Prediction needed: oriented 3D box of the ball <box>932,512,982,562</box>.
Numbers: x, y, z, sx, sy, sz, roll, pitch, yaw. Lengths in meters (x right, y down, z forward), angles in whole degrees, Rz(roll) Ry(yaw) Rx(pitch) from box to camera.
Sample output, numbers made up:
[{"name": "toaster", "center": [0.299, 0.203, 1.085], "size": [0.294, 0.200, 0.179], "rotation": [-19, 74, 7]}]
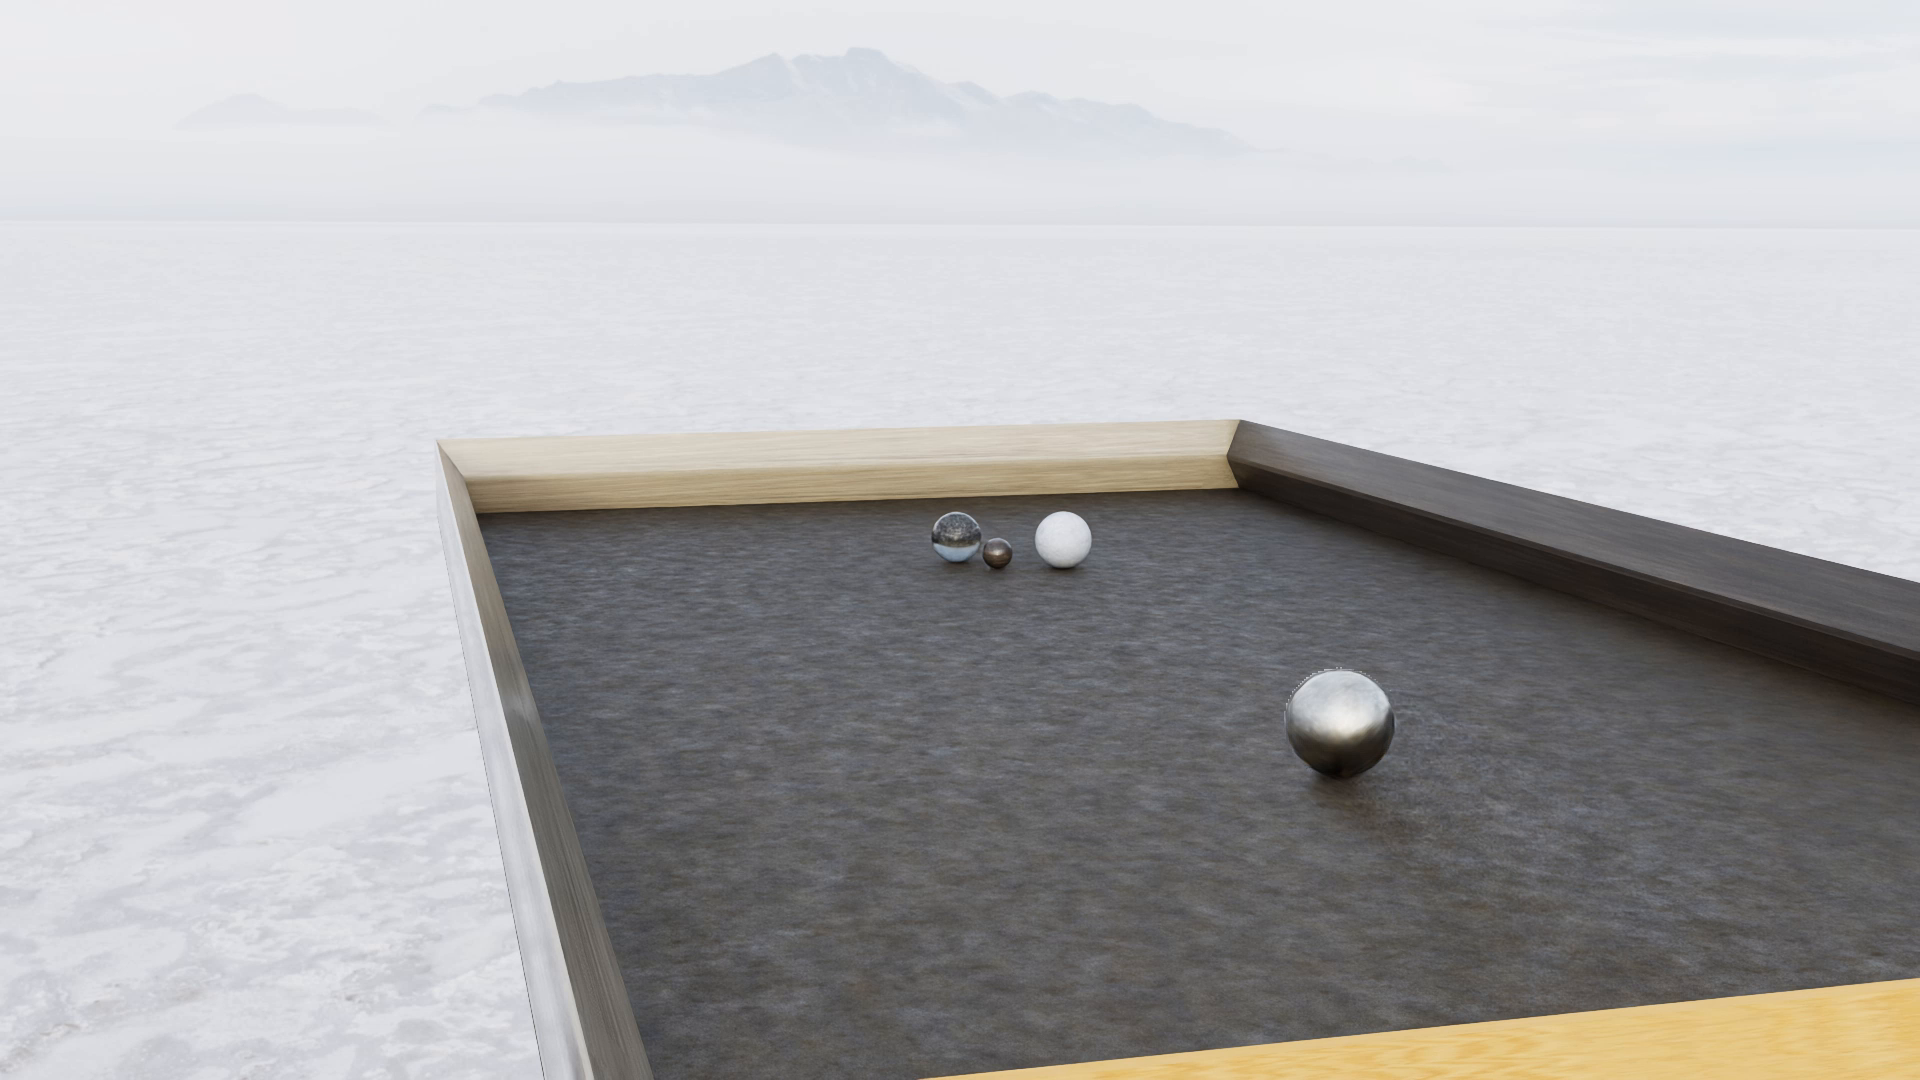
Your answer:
[{"name": "ball", "center": [-0.006, -0.004, 3.315], "size": [0.076, 0.076, 0.076], "rotation": [0, 8, 0]}]

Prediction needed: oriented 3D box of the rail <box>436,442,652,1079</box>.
[{"name": "rail", "center": [-0.514, 0.103, 2.410], "size": [0.045, 0.130, 2.990], "rotation": [-2, 9, -14]}]

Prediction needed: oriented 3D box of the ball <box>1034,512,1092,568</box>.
[{"name": "ball", "center": [0.153, 0.000, 3.257], "size": [0.085, 0.085, 0.085], "rotation": [0, 8, 0]}]

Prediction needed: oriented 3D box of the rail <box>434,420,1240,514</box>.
[{"name": "rail", "center": [-0.183, -0.135, 3.999], "size": [1.500, 0.130, 0.045], "rotation": [-2, 9, -14]}]

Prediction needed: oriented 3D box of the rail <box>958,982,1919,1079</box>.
[{"name": "rail", "center": [0.560, 0.286, 1.183], "size": [1.500, 0.130, 0.045], "rotation": [-2, 9, -14]}]

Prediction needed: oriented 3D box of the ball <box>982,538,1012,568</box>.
[{"name": "ball", "center": [0.055, 0.020, 3.257], "size": [0.045, 0.045, 0.045], "rotation": [0, 8, 0]}]

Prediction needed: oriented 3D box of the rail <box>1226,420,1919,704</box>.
[{"name": "rail", "center": [0.891, 0.048, 2.772], "size": [0.045, 0.130, 2.990], "rotation": [-2, 9, -14]}]

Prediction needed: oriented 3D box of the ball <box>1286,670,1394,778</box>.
[{"name": "ball", "center": [0.355, 0.172, 2.054], "size": [0.100, 0.100, 0.100], "rotation": [0, 8, 0]}]
